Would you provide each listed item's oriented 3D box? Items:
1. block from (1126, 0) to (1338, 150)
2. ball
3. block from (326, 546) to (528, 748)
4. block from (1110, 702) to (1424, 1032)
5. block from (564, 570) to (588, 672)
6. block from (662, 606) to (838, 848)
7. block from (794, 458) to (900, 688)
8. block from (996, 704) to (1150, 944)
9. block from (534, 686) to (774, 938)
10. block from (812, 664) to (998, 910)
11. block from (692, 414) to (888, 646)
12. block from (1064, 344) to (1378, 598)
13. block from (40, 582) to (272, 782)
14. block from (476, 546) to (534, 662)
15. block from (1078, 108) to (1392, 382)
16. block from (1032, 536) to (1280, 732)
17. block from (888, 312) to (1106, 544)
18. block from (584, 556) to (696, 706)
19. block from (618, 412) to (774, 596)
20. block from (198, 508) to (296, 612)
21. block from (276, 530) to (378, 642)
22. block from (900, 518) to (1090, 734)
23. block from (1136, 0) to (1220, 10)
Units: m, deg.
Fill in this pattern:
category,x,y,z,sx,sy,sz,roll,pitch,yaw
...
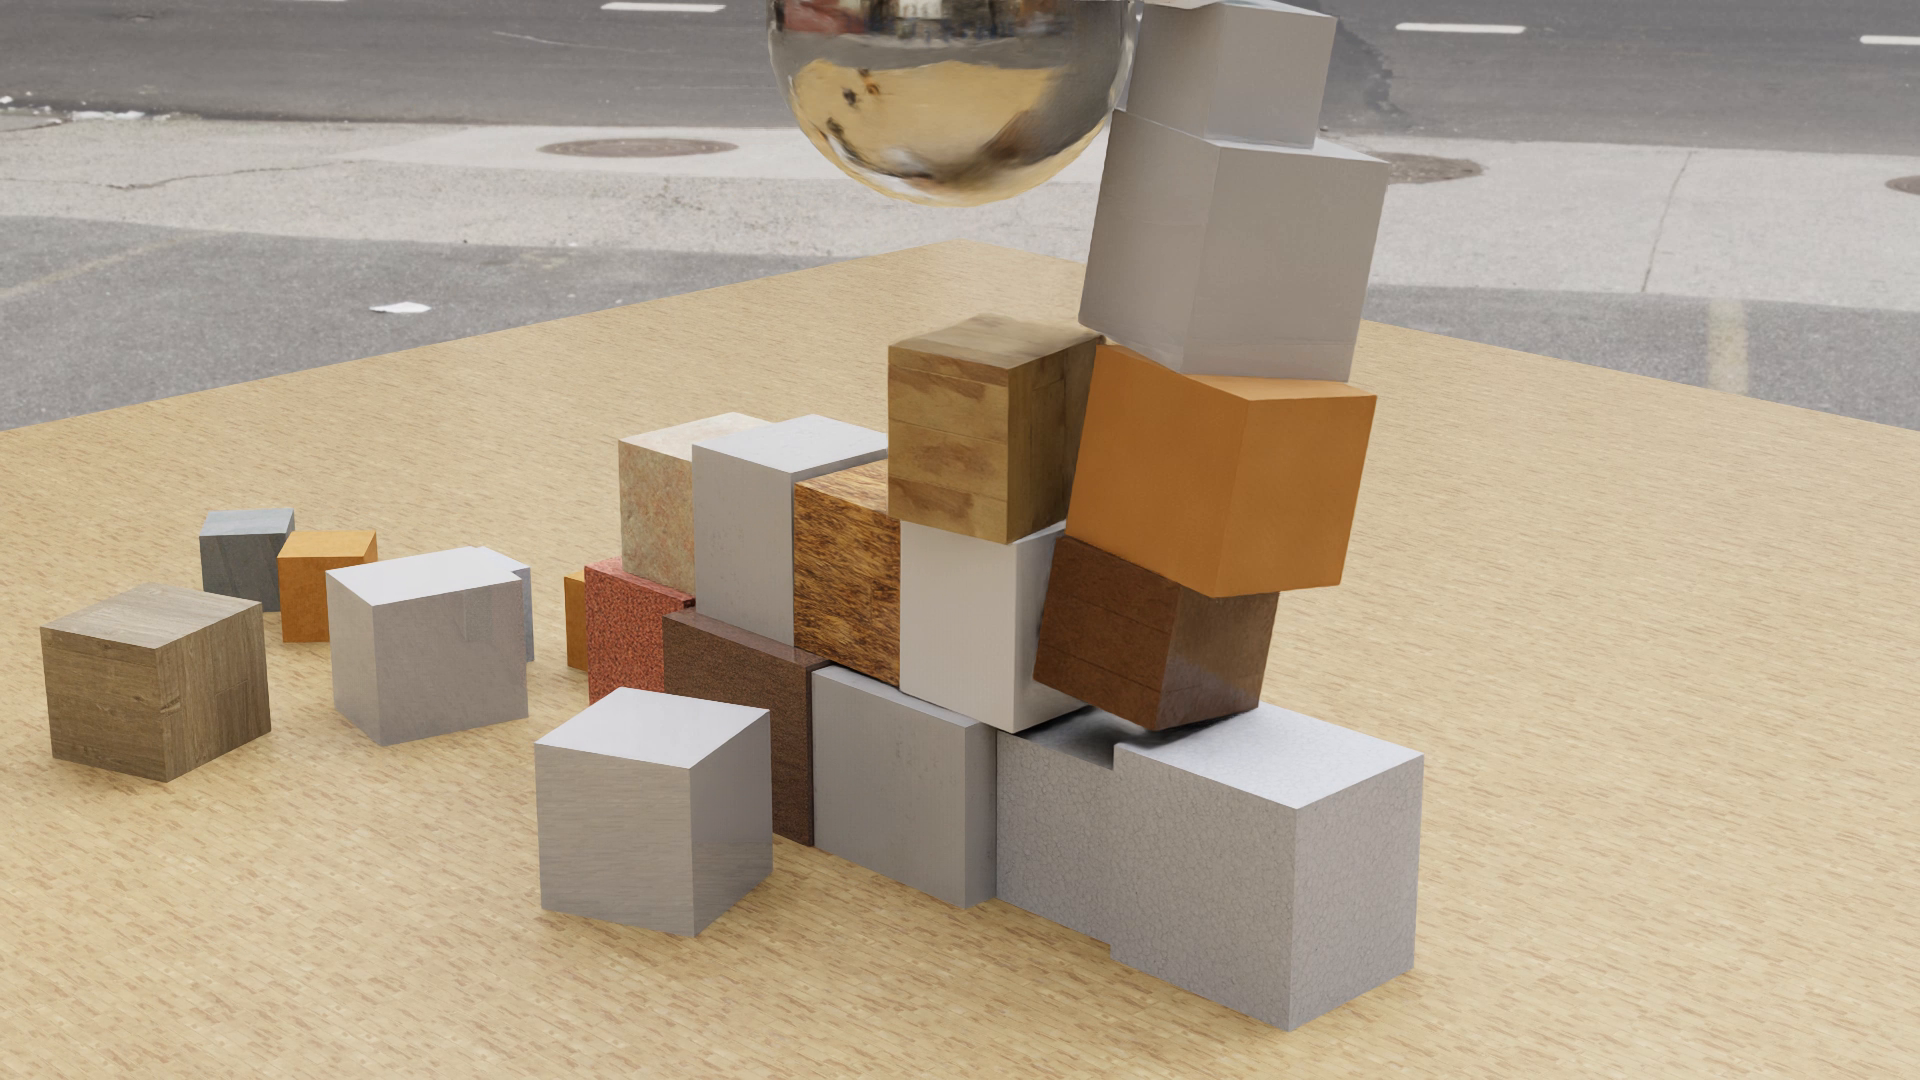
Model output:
category,x,y,z,sx,sy,sz,roll,pitch,yaw
block,1.124,-1.976,12.218,0.540,0.547,0.634,1,17,-29
ball,-0.038,-2.232,12.601,1.600,1.600,1.600,0,17,0
block,-2.788,0.545,15.339,0.816,0.762,0.672,-11,20,-30
block,1.292,1.345,12.424,0.980,0.983,0.847,17,24,42
block,-1.761,0.432,16.105,0.564,0.519,0.572,14,22,37
block,-0.705,0.793,14.324,1.032,0.899,1.051,17,24,42
block,-0.259,0.128,13.624,0.719,0.797,0.727,-17,26,-42
block,0.665,1.239,13.046,0.642,0.812,0.773,-17,24,-42
block,-1.365,1.208,13.176,0.771,0.795,0.771,7,19,22
block,0.031,1.021,13.645,1.024,0.870,1.000,-17,24,-42
block,-0.753,-0.062,14.129,0.782,0.848,0.709,-17,24,-42
block,1.094,-0.315,12.383,0.783,0.833,0.896,-4,20,-42
block,-4.080,0.710,14.910,0.745,0.704,0.797,9,19,26
block,-2.738,0.408,16.139,0.592,0.545,0.489,-14,22,-38
block,1.148,-1.254,12.451,0.837,0.941,0.886,1,17,-28
block,0.852,0.360,12.605,0.683,0.642,0.725,22,19,39
block,0.160,-0.500,12.817,0.637,0.775,0.729,14,23,34
block,-1.352,0.579,14.944,0.763,0.935,0.791,-16,24,-42
block,-1.192,-0.180,14.655,0.755,0.685,0.671,-17,24,-42
block,-4.157,0.121,17.168,0.489,0.475,0.498,-2,18,-7
block,-3.583,0.261,16.676,0.479,0.503,0.488,-1,17,-3
block,0.260,0.265,13.135,0.708,0.870,0.785,18,25,42
block,0.930,-2.500,11.930,0.494,0.541,0.465,-21,28,-36
